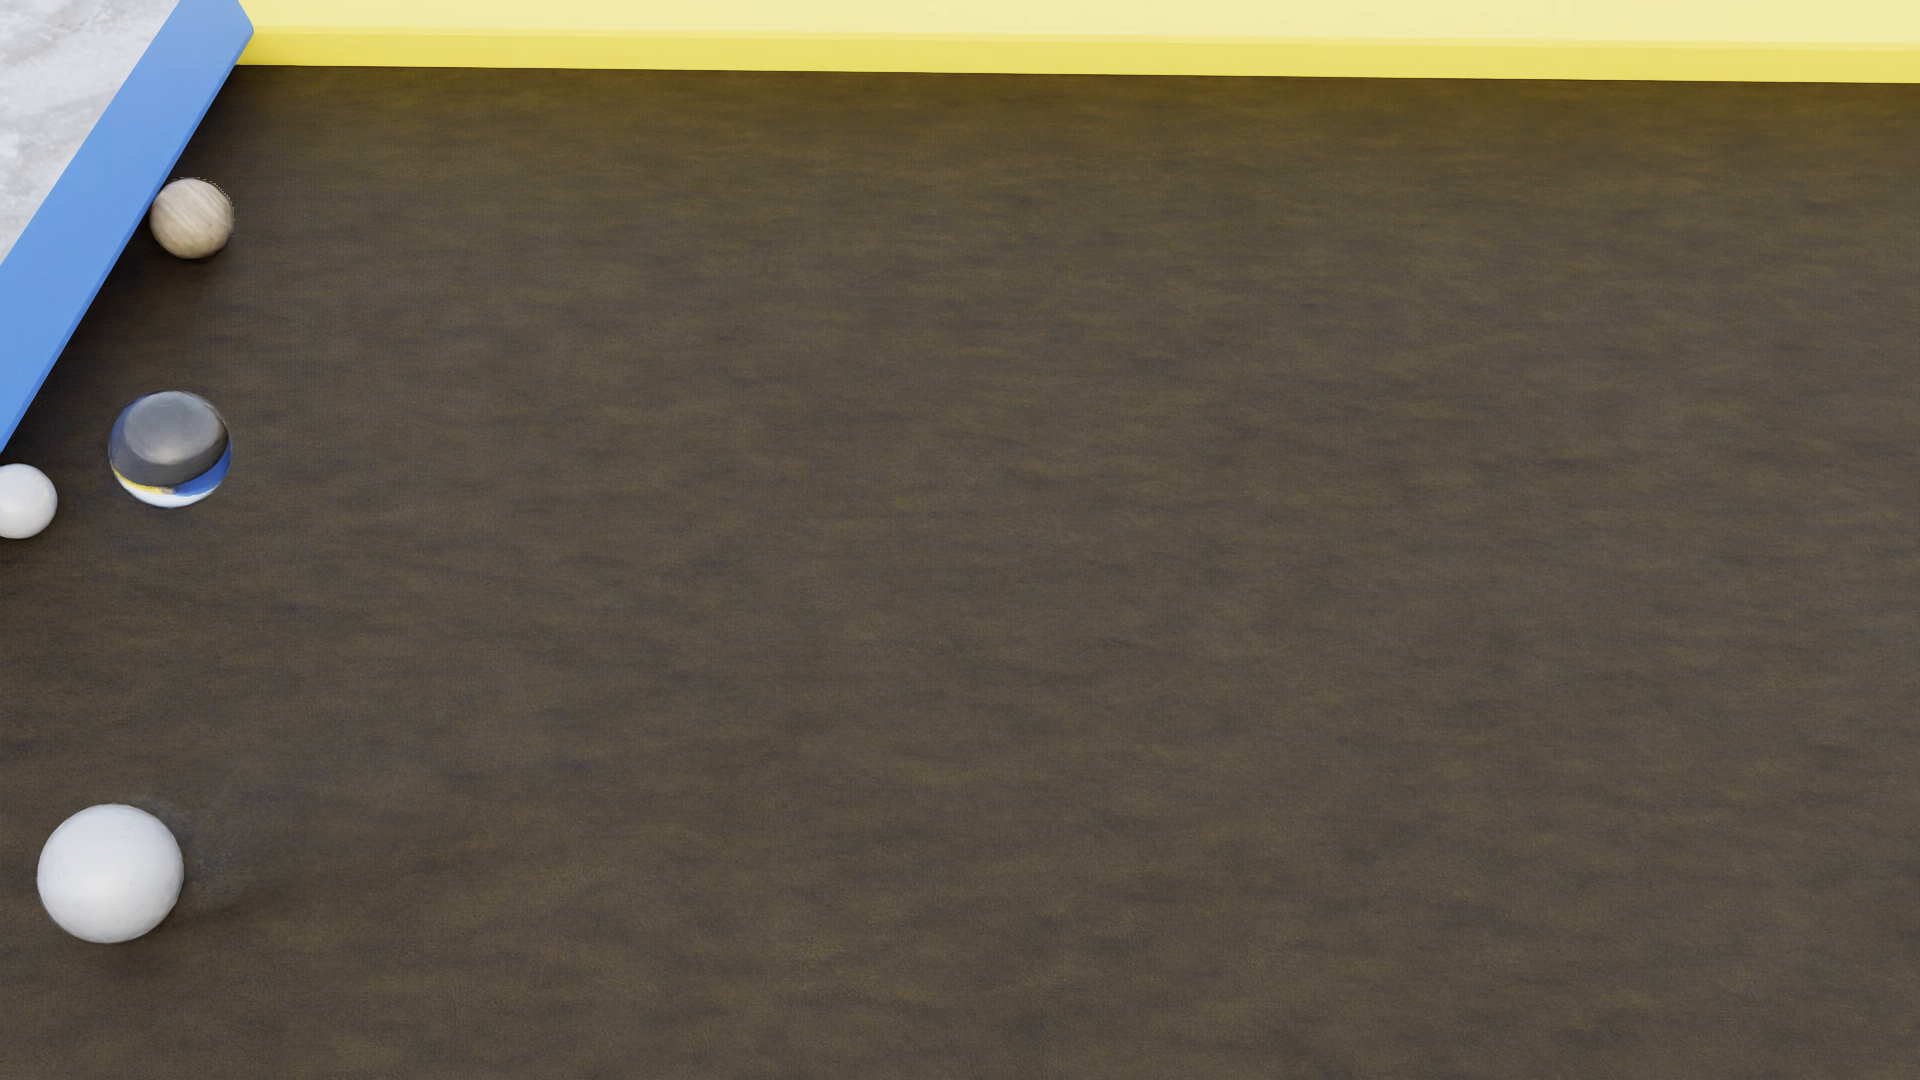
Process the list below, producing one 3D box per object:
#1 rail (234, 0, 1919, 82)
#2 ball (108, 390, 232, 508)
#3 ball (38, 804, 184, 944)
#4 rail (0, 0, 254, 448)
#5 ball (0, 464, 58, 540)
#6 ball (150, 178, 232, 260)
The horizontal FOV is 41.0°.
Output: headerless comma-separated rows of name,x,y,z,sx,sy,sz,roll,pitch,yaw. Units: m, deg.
rail,0.767,-0.483,2.455,2.984,0.113,0.045,1,35,1
ball,-0.582,-0.067,1.890,0.087,0.087,0.087,0,35,0
ball,-0.503,0.197,1.520,0.083,0.083,0.083,0,35,0
rail,-0.722,-0.027,1.810,0.045,0.113,1.703,1,35,1
ball,-0.684,-0.028,1.863,0.055,0.055,0.055,0,35,0
ball,-0.659,-0.275,2.201,0.069,0.069,0.069,0,35,0
